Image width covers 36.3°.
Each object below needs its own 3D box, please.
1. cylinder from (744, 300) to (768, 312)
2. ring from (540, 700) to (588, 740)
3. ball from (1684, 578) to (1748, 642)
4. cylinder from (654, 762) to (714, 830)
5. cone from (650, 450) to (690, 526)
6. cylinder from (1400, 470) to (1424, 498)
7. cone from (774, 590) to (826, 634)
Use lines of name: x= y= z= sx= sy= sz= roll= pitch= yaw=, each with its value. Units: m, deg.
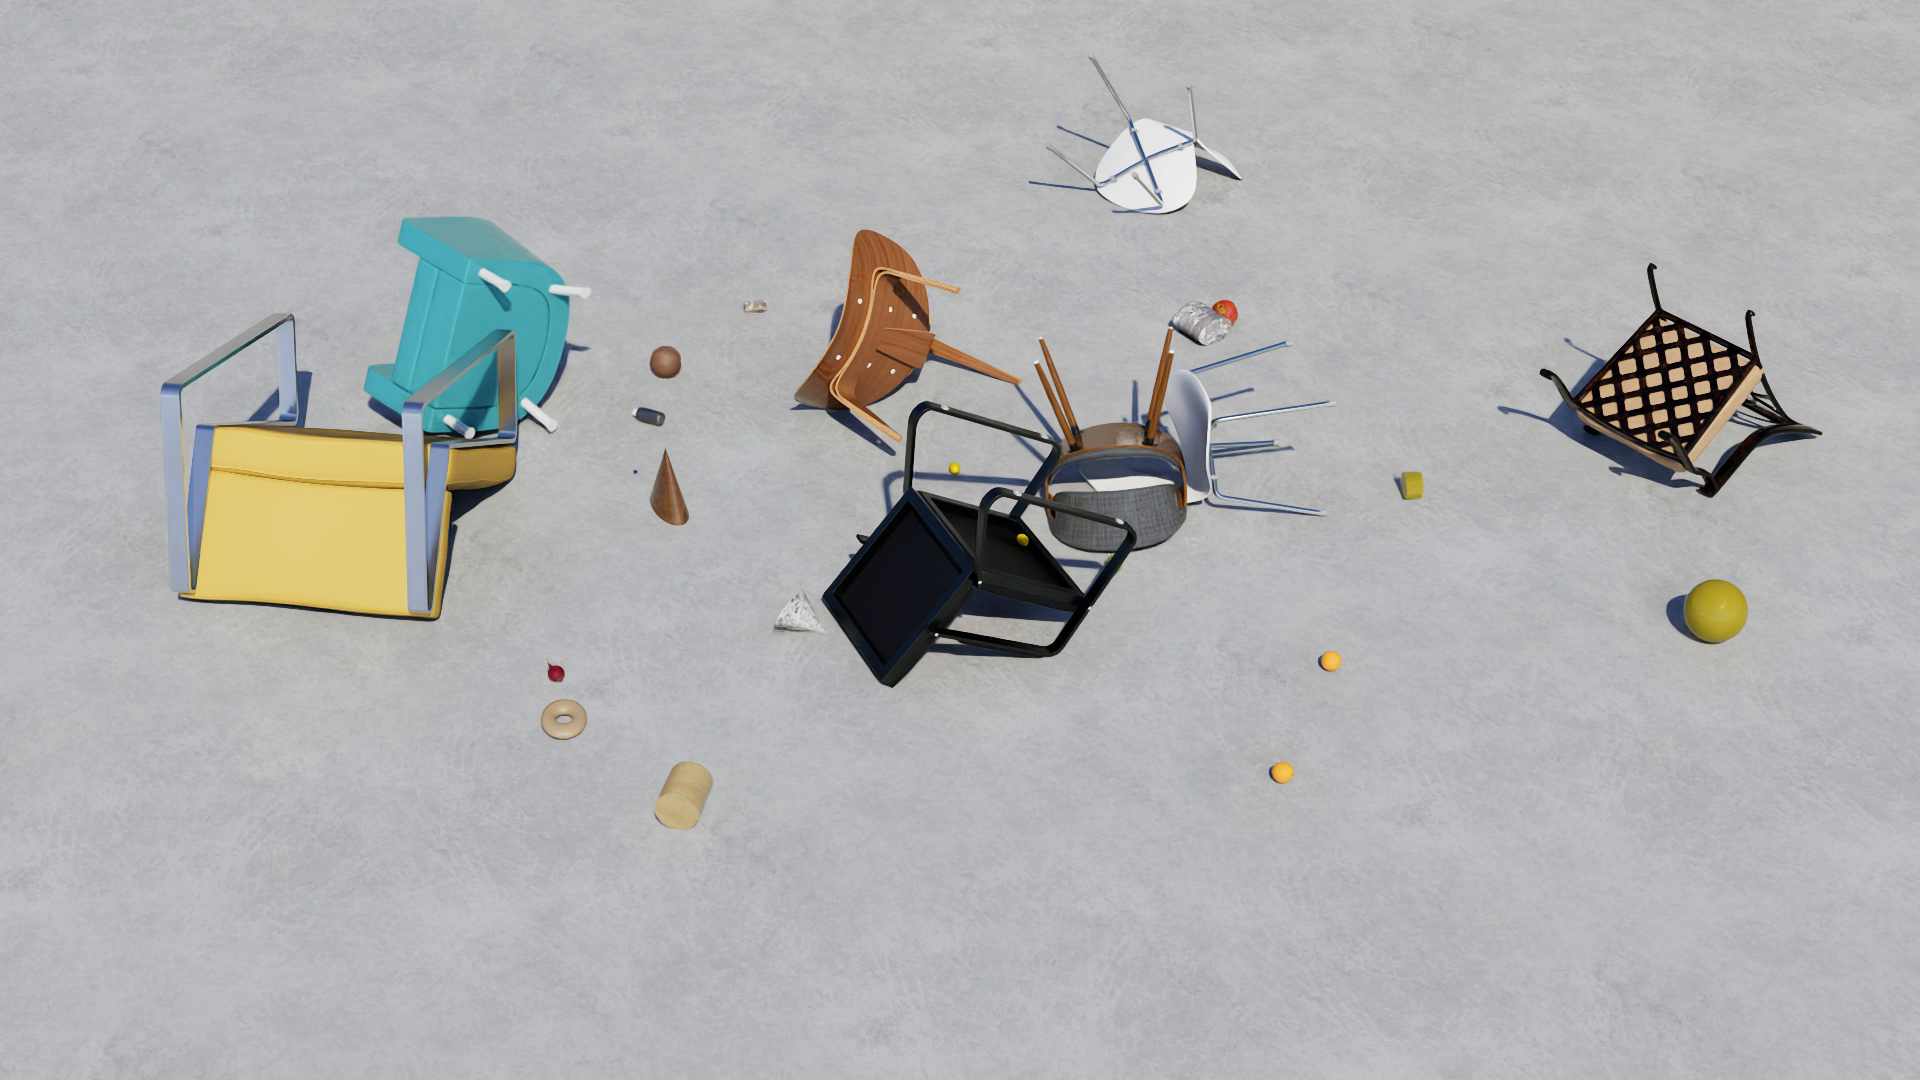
cylinder: x=-0.867 y=-0.990 z=12.416 sx=0.092 sy=0.034 sz=0.060 roll=-7 pitch=39 yaw=-11
ring: x=-1.348 y=0.609 z=9.981 sx=0.159 sy=0.044 sz=0.206 roll=-4 pitch=34 yaw=-7
ball: x=2.671 y=0.249 z=10.361 sx=0.225 sy=0.225 sz=0.225 roll=0 pitch=33 yaw=0
cylinder: x=-0.898 y=0.832 z=9.545 sx=0.147 sy=0.153 sz=0.170 roll=39 pitch=33 yaw=-13
cone: x=-1.104 y=-0.235 z=11.060 sx=0.125 sy=0.265 sz=0.275 roll=-14 pitch=36 yaw=-20
cylinder: x=1.723 y=-0.212 z=11.179 sx=0.065 sy=0.094 sz=0.105 roll=-3 pitch=53 yaw=-4
cone: x=-0.544 y=0.289 z=10.446 sx=0.165 sy=0.140 sz=0.193 roll=33 pitch=38 yaw=7
